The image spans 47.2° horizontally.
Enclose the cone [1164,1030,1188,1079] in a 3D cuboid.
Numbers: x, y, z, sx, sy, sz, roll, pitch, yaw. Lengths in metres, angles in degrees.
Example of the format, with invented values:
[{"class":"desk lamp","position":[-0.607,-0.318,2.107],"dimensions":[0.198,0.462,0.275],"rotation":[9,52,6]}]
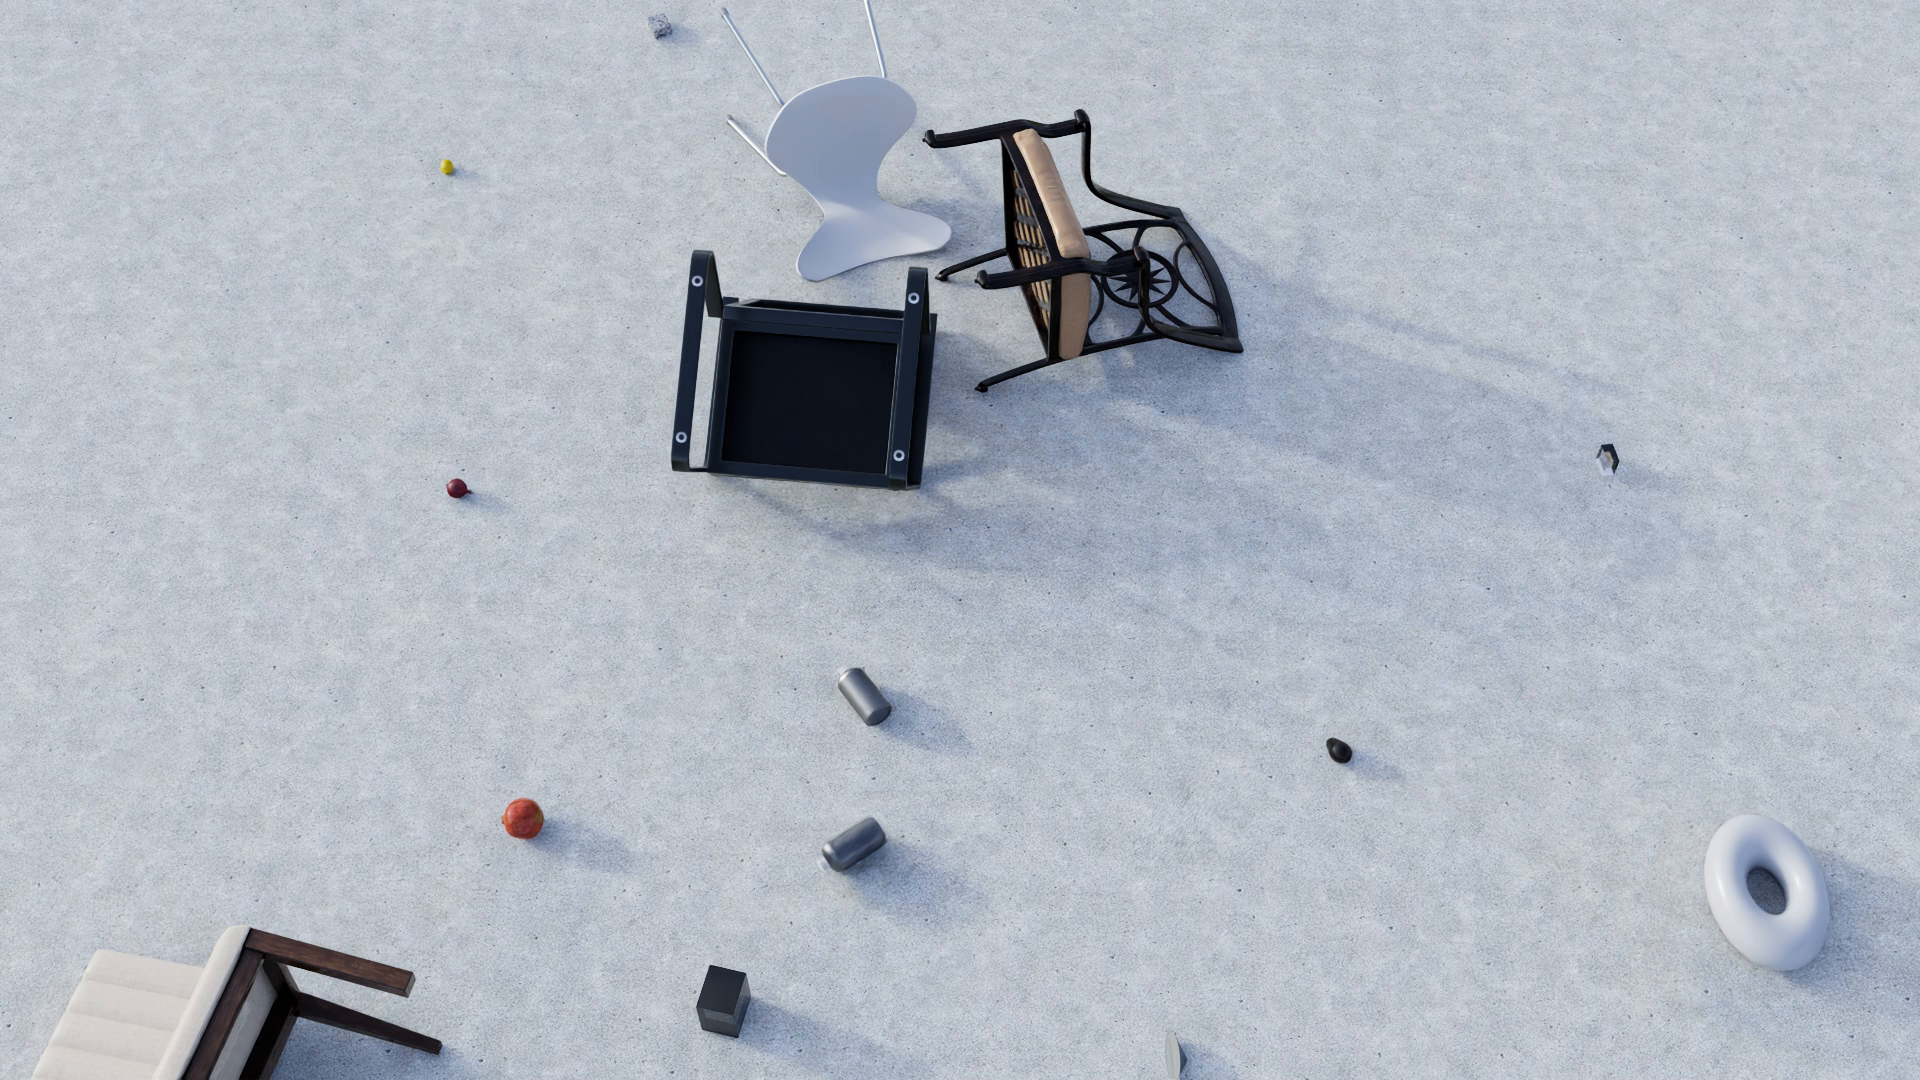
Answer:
[{"class":"cone","position":[0.567,1.335,5.663],"dimensions":[0.049,0.060,0.142],"rotation":[17,50,-27]}]

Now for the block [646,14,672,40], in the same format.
[{"class":"block","position":[-1.061,-1.816,7.769],"dimensions":[0.065,0.039,0.072],"rotation":[-21,59,-13]}]

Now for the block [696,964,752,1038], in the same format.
[{"class":"block","position":[-0.610,1.192,5.680],"dimensions":[0.098,0.157,0.118],"rotation":[11,57,8]}]

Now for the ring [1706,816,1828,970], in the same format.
[{"class":"ring","position":[2.152,0.937,5.868],"dimensions":[0.312,0.129,0.448],"rotation":[-3,55,0]}]

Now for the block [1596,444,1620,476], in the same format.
[{"class":"block","position":[1.972,-0.244,6.695],"dimensions":[0.037,0.071,0.067],"rotation":[-7,56,-5]}]
